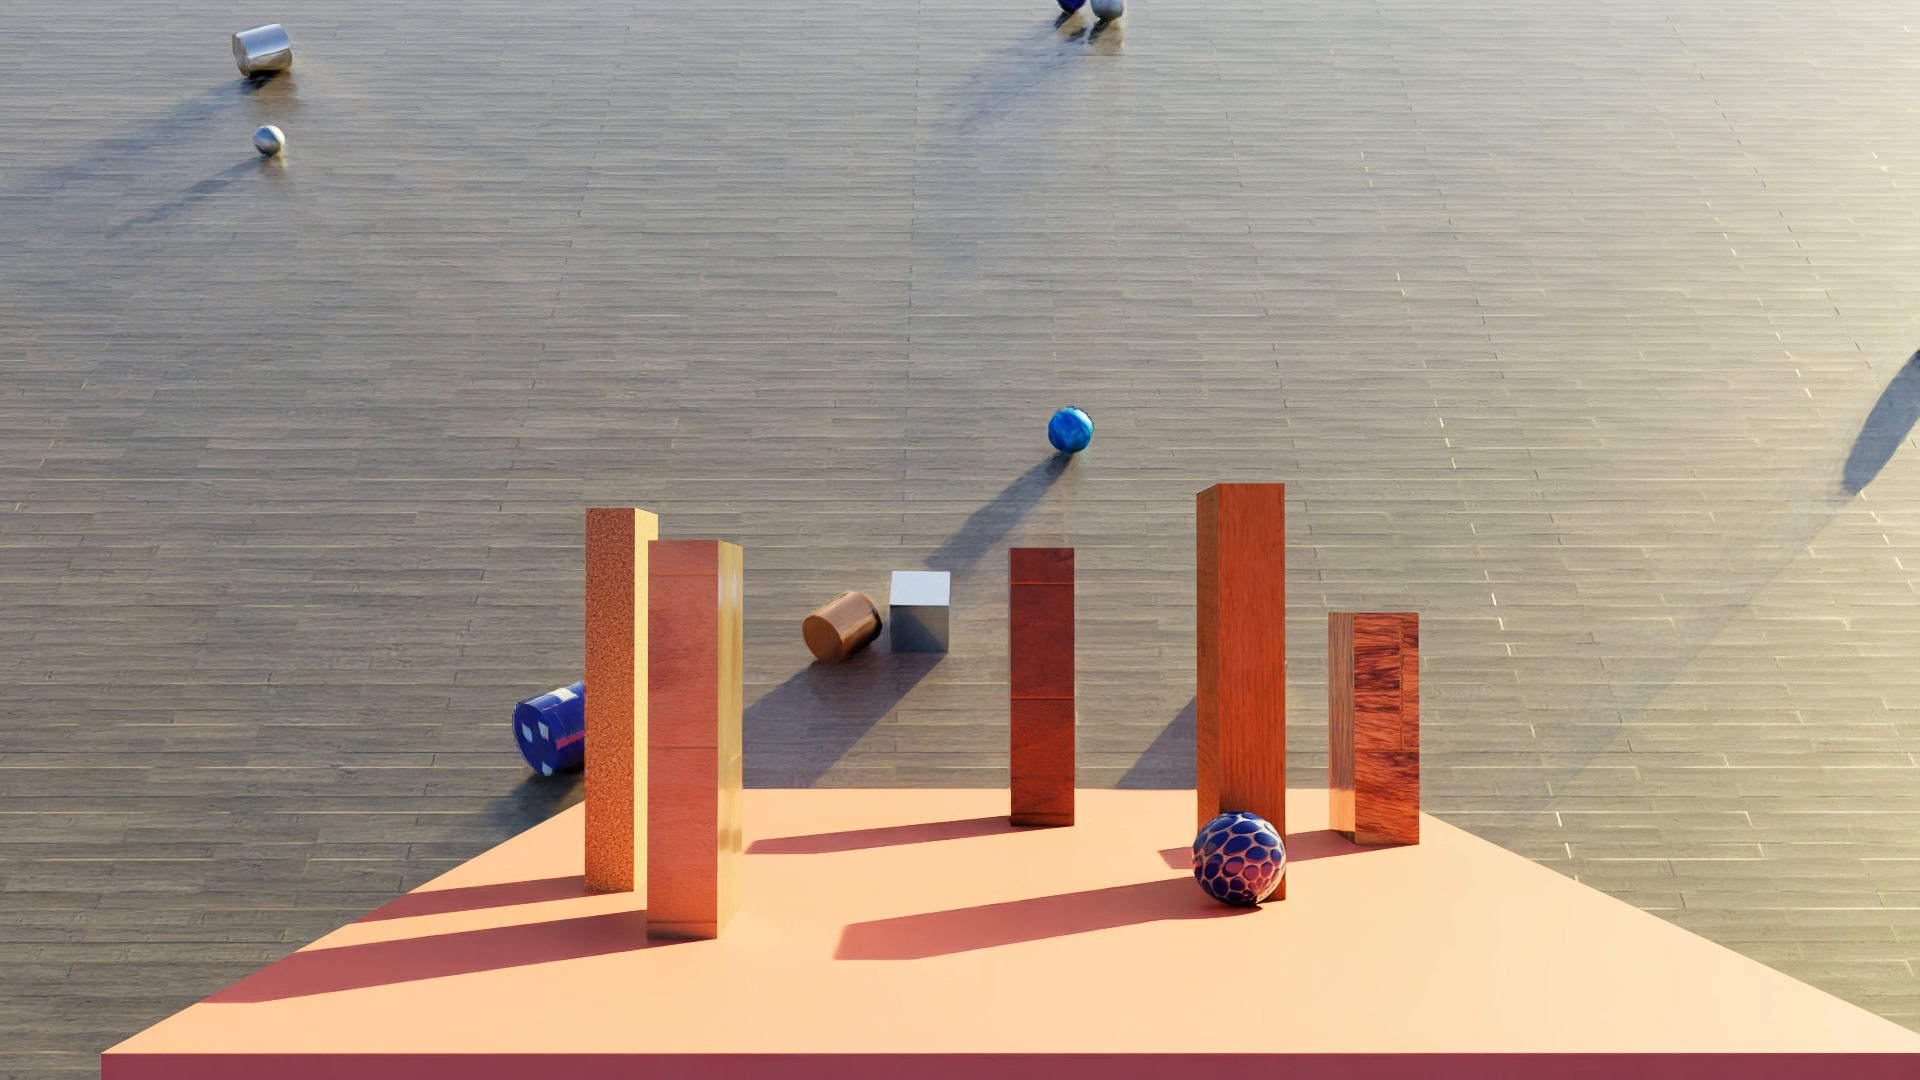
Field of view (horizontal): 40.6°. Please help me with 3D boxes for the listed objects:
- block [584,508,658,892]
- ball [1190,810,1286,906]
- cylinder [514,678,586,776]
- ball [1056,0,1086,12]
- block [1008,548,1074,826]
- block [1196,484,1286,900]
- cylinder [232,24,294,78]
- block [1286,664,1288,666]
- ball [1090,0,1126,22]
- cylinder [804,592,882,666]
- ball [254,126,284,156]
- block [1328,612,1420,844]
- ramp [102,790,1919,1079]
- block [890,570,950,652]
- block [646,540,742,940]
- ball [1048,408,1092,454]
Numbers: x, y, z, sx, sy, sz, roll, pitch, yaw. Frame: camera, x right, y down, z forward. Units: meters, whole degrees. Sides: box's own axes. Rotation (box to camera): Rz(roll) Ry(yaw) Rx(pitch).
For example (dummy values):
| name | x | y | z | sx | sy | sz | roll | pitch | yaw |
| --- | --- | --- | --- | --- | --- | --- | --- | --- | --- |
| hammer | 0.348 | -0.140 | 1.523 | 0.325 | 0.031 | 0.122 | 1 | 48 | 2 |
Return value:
| name | x | y | z | sx | sy | sz | roll | pitch | yaw |
| --- | --- | --- | --- | --- | --- | --- | --- | --- | --- |
| block | -0.590 | 0.273 | 4.538 | 0.083 | 0.646 | 0.326 | 0 | -1 | 0 |
| ball | 0.446 | 0.511 | 4.164 | 0.151 | 0.151 | 0.151 | 0 | 34 | 0 |
| cylinder | -1.053 | 0.500 | 6.965 | 0.204 | 0.204 | 0.204 | -22 | 39 | -37 |
| ball | 0.487 | -2.372 | 11.299 | 0.140 | 0.140 | 0.140 | 0 | 34 | 0 |
| block | 0.180 | 0.324 | 5.813 | 0.139 | 0.607 | 0.303 | 0 | -1 | 0 |
| block | 0.478 | 0.253 | 4.443 | 0.108 | 0.681 | 0.394 | 0 | -1 | 0 |
| cylinder | -2.884 | -2.022 | 10.731 | 0.186 | 0.186 | 0.186 | -22 | 40 | -28 |
| block | 0.788 | 0.375 | 7.194 | 0.174 | 0.174 | 0.174 | -8 | 35 | -12 |
| ball | 0.641 | -2.320 | 11.208 | 0.155 | 0.155 | 0.155 | 0 | 34 | 0 |
| cylinder | -0.335 | 0.252 | 7.391 | 0.158 | 0.158 | 0.158 | 25 | 41 | 32 |
| ball | -2.694 | -1.558 | 10.112 | 0.117 | 0.117 | 0.117 | 0 | 34 | 0 |
| block | 0.859 | 0.384 | 5.408 | 0.130 | 0.467 | 0.366 | 0 | -1 | 0 |
| ramp | 0.075 | 0.652 | 4.792 | 2.000 | 0.100 | 4.000 | 0 | -1 | 0 |
| block | -0.113 | 0.206 | 7.451 | 0.167 | 0.167 | 0.167 | 1 | 34 | 1 |
| block | -0.401 | 0.293 | 3.966 | 0.102 | 0.576 | 0.424 | 0 | -1 | 0 |
| ball | 0.352 | -0.348 | 8.293 | 0.144 | 0.144 | 0.144 | 0 | 34 | 0 |
